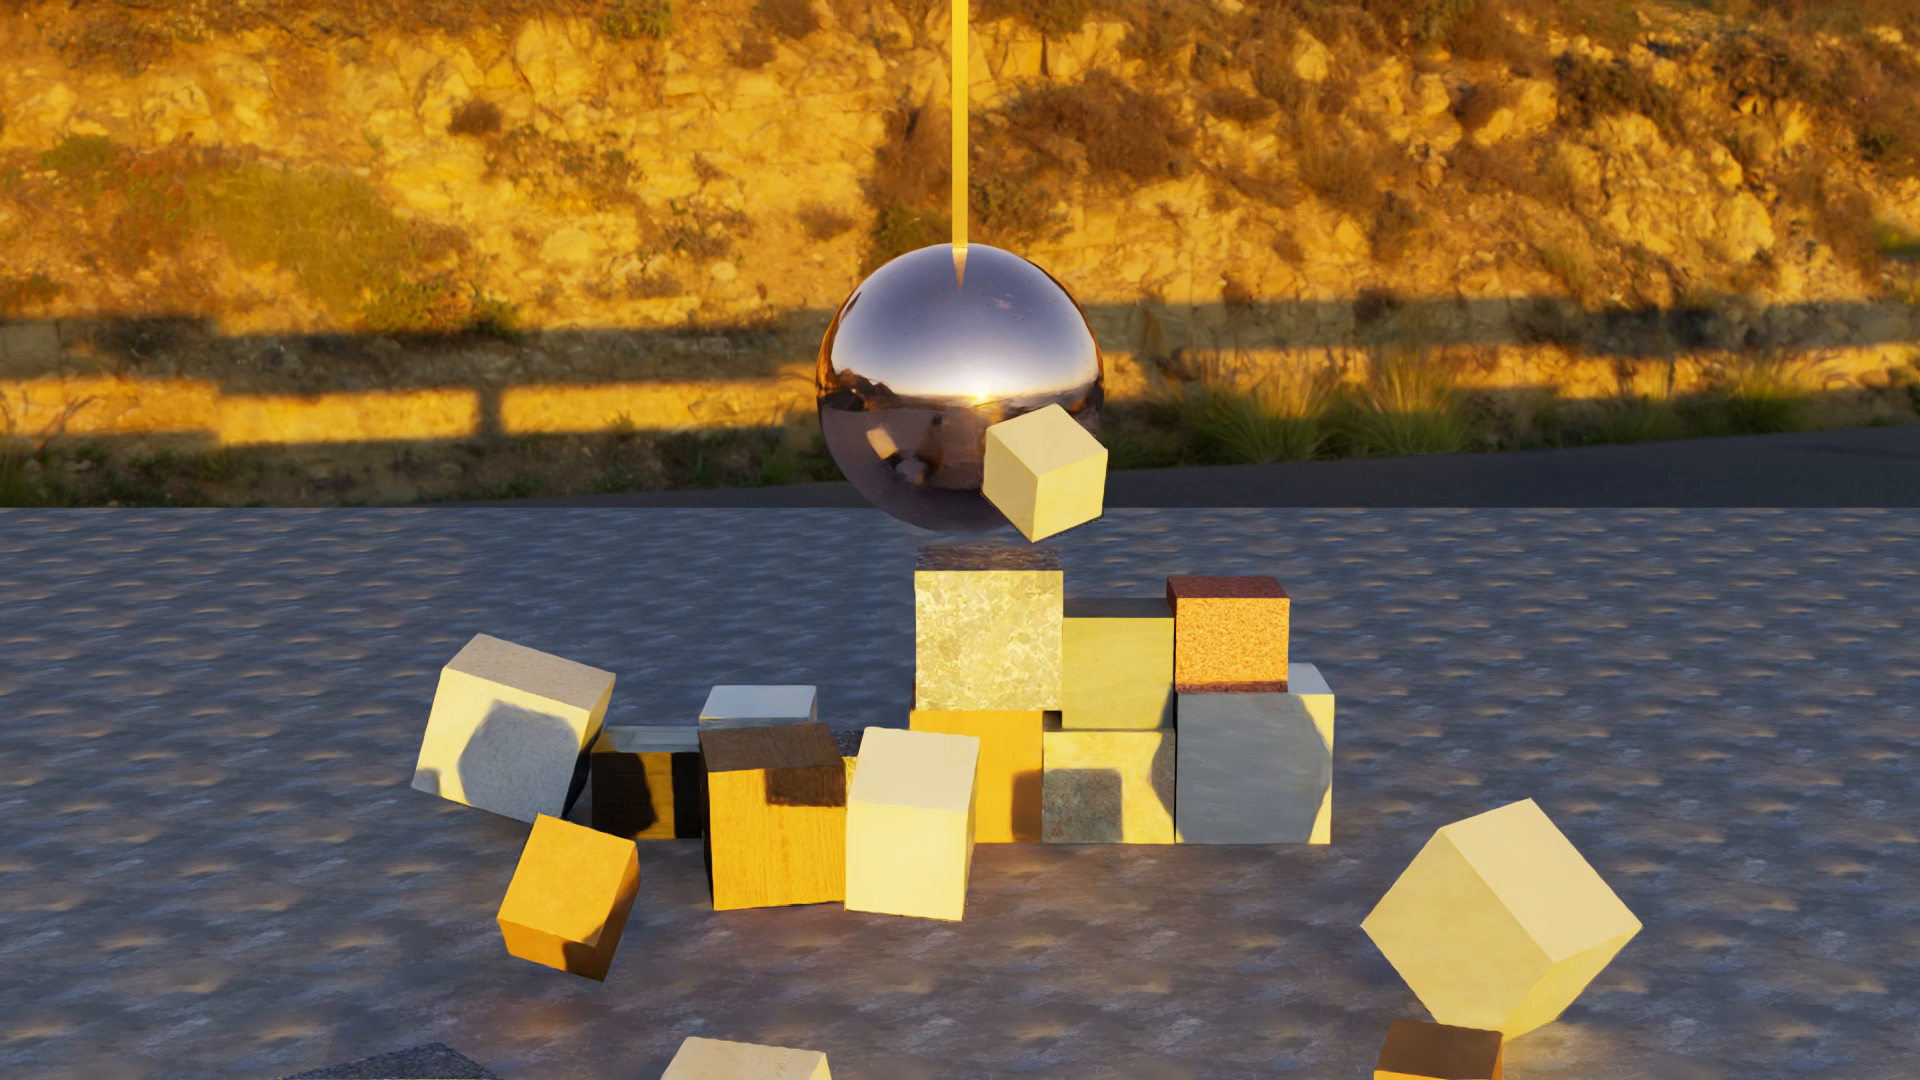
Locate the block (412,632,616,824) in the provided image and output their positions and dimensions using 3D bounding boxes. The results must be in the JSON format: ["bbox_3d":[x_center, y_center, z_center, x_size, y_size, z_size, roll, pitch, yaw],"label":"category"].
[{"bbox_3d":[-2.294,0.981,11.383,0.763,0.657,0.734,17,11,-2],"label":"block"}]

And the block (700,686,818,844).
[{"bbox_3d":[-1.031,1.153,11.373,0.545,0.662,0.644,0,10,0],"label":"block"}]

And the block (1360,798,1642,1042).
[{"bbox_3d":[2.132,1.525,8.696,0.601,0.614,0.665,-9,50,-41],"label":"block"}]

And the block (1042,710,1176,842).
[{"bbox_3d":[0.749,1.189,11.414,0.663,0.578,0.681,0,10,0],"label":"block"}]

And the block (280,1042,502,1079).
[{"bbox_3d":[-1.809,1.991,7.097,0.576,0.485,0.534,-4,11,-43],"label":"block"}]

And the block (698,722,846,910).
[{"bbox_3d":[-0.897,1.305,10.506,0.629,0.660,0.742,-3,11,-10],"label":"block"}]

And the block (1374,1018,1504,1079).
[{"bbox_3d":[1.629,1.951,7.494,0.375,0.457,0.410,3,14,19],"label":"block"}]

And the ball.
[{"bbox_3d":[0.000,-0.835,12.121,1.600,1.600,1.600,0,10,0],"label":"ball"}]

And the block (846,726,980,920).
[{"bbox_3d":[-0.185,1.117,8.697,0.460,0.531,0.494,5,31,4],"label":"block"}]

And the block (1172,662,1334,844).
[{"bbox_3d":[1.480,1.093,11.386,0.779,0.776,0.681,0,10,0],"label":"block"}]

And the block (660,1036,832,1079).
[{"bbox_3d":[-0.722,1.961,7.199,0.508,0.405,0.460,1,30,22],"label":"block"}]

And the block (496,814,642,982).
[{"bbox_3d":[-1.590,1.468,9.001,0.413,0.460,0.465,16,-29,4],"label":"block"}]

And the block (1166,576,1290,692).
[{"bbox_3d":[1.361,0.477,11.265,0.560,0.480,0.550,0,10,0],"label":"block"}]

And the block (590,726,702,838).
[{"bbox_3d":[-1.590,1.251,11.401,0.557,0.458,0.494,0,10,0],"label":"block"}]

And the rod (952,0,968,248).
[{"bbox_3d":[0.000,-4.017,10.923,0.080,5.200,0.080,0,21,0],"label":"rod"}]

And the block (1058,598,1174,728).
[{"bbox_3d":[0.796,0.626,11.308,0.562,0.567,0.497,0,10,0],"label":"block"}]

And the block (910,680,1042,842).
[{"bbox_3d":[0.079,1.134,11.386,0.660,0.693,0.647,0,10,0],"label":"block"}]

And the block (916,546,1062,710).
[{"bbox_3d":[0.144,0.441,11.277,0.729,0.709,0.711,0,10,0],"label":"block"}]

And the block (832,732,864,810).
[{"bbox_3d":[-0.505,1.265,11.394,0.485,0.434,0.487,0,10,0],"label":"block"}]

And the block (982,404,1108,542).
[{"bbox_3d":[0.421,-0.339,10.994,0.420,0.415,0.449,-21,46,-26],"label":"block"}]
